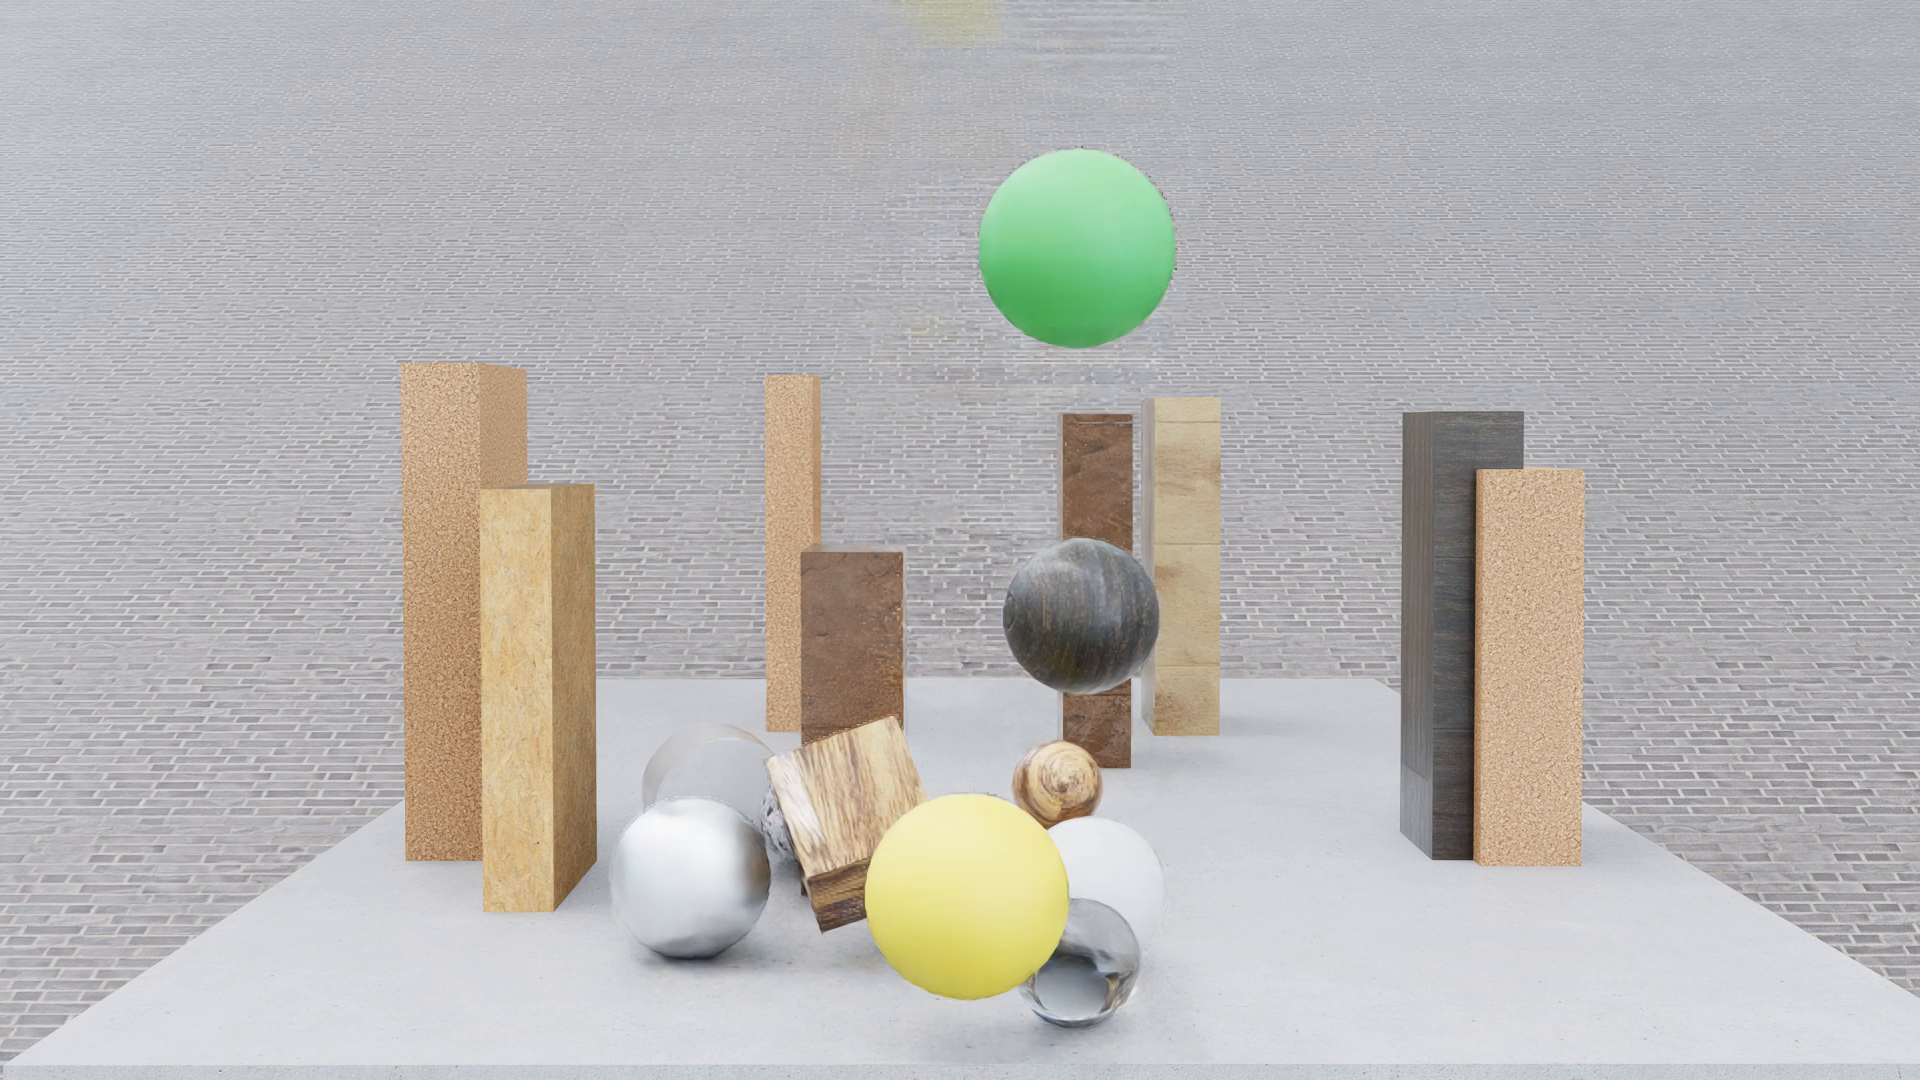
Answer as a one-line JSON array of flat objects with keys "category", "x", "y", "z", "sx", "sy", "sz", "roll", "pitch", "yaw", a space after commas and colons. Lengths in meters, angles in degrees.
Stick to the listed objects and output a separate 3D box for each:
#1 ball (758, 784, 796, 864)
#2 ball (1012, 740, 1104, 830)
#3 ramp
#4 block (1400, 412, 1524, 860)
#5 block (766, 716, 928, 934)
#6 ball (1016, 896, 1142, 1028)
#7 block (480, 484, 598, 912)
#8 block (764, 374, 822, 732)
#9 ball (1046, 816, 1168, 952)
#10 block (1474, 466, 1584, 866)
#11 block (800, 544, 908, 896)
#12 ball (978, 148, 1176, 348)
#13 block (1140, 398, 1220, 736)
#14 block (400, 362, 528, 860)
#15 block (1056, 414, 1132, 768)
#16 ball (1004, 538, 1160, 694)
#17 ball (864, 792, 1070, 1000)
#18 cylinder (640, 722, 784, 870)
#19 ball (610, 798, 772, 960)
[{"category": "ball", "x": -0.202, "y": 0.366, "z": 3.402, "sx": 0.127, "sy": 0.127, "sz": 0.127, "roll": 0, "pitch": 23, "yaw": 0}, {"category": "ball", "x": 0.152, "y": 0.385, "z": 4.018, "sx": 0.143, "sy": 0.143, "sz": 0.143, "roll": 0, "pitch": 23, "yaw": 0}, {"category": "ramp", "x": 0.054, "y": 0.485, "z": 4.539, "sx": 2.000, "sy": 0.100, "sz": 4.000, "roll": 0, "pitch": 2, "yaw": 0}, {"category": "block", "x": 0.752, "y": 0.135, "z": 3.874, "sx": 0.129, "sy": 0.654, "sz": 0.272, "roll": 0, "pitch": 2, "yaw": 0}, {"category": "block", "x": -0.121, "y": 0.337, "z": 3.046, "sx": 0.161, "sy": 0.161, "sz": 0.161, "roll": -18, "pitch": 59, "yaw": -7}, {"category": "ball", "x": 0.122, "y": 0.442, "z": 2.695, "sx": 0.137, "sy": 0.137, "sz": 0.137, "roll": 0, "pitch": 23, "yaw": 0}, {"category": "block", "x": -0.575, "y": 0.201, "z": 3.541, "sx": 0.092, "sy": 0.550, "sz": 0.406, "roll": 0, "pitch": 2, "yaw": 0}, {"category": "block", "x": -0.355, "y": 0.022, "z": 5.522, "sx": 0.099, "sy": 0.744, "sz": 0.326, "roll": 0, "pitch": 2, "yaw": 0}, {"category": "ball", "x": 0.152, "y": 0.410, "z": 2.984, "sx": 0.178, "sy": 0.178, "sz": 0.178, "roll": 0, "pitch": 23, "yaw": 0}, {"category": "block", "x": 0.820, "y": 0.176, "z": 3.901, "sx": 0.145, "sy": 0.570, "sz": 0.426, "roll": 0, "pitch": 2, "yaw": 0}, {"category": "block", "x": -0.145, "y": 0.242, "z": 3.600, "sx": 0.137, "sy": 0.463, "sz": 0.279, "roll": 0, "pitch": 2, "yaw": 0}, {"category": "ball", "x": 0.121, "y": -0.300, "z": 2.656, "sx": 0.204, "sy": 0.204, "sz": 0.204, "roll": 0, "pitch": 23, "yaw": 0}, {"category": "block", "x": 0.467, "y": 0.047, "z": 5.485, "sx": 0.135, "sy": 0.696, "sz": 0.386, "roll": 0, "pitch": 2, "yaw": 0}, {"category": "block", "x": -0.752, "y": 0.097, "z": 3.943, "sx": 0.114, "sy": 0.725, "sz": 0.411, "roll": 0, "pitch": 2, "yaw": 0}, {"category": "block", "x": 0.254, "y": 0.091, "z": 4.909, "sx": 0.129, "sy": 0.657, "sz": 0.281, "roll": 0, "pitch": 2, "yaw": 0}, {"category": "ball", "x": 0.127, "y": 0.080, "z": 2.692, "sx": 0.164, "sy": 0.164, "sz": 0.164, "roll": 0, "pitch": 23, "yaw": 0}, {"category": "ball", "x": 0.007, "y": 0.358, "z": 2.587, "sx": 0.206, "sy": 0.206, "sz": 0.206, "roll": 0, "pitch": 23, "yaw": 0}, {"category": "cylinder", "x": -0.340, "y": 0.371, "z": 3.641, "sx": 0.204, "sy": 0.204, "sz": 0.204, "roll": -5, "pitch": 3, "yaw": -12}, {"category": "ball", "x": -0.320, "y": 0.401, "z": 3.054, "sx": 0.190, "sy": 0.190, "sz": 0.190, "roll": 0, "pitch": 23, "yaw": 0}]
